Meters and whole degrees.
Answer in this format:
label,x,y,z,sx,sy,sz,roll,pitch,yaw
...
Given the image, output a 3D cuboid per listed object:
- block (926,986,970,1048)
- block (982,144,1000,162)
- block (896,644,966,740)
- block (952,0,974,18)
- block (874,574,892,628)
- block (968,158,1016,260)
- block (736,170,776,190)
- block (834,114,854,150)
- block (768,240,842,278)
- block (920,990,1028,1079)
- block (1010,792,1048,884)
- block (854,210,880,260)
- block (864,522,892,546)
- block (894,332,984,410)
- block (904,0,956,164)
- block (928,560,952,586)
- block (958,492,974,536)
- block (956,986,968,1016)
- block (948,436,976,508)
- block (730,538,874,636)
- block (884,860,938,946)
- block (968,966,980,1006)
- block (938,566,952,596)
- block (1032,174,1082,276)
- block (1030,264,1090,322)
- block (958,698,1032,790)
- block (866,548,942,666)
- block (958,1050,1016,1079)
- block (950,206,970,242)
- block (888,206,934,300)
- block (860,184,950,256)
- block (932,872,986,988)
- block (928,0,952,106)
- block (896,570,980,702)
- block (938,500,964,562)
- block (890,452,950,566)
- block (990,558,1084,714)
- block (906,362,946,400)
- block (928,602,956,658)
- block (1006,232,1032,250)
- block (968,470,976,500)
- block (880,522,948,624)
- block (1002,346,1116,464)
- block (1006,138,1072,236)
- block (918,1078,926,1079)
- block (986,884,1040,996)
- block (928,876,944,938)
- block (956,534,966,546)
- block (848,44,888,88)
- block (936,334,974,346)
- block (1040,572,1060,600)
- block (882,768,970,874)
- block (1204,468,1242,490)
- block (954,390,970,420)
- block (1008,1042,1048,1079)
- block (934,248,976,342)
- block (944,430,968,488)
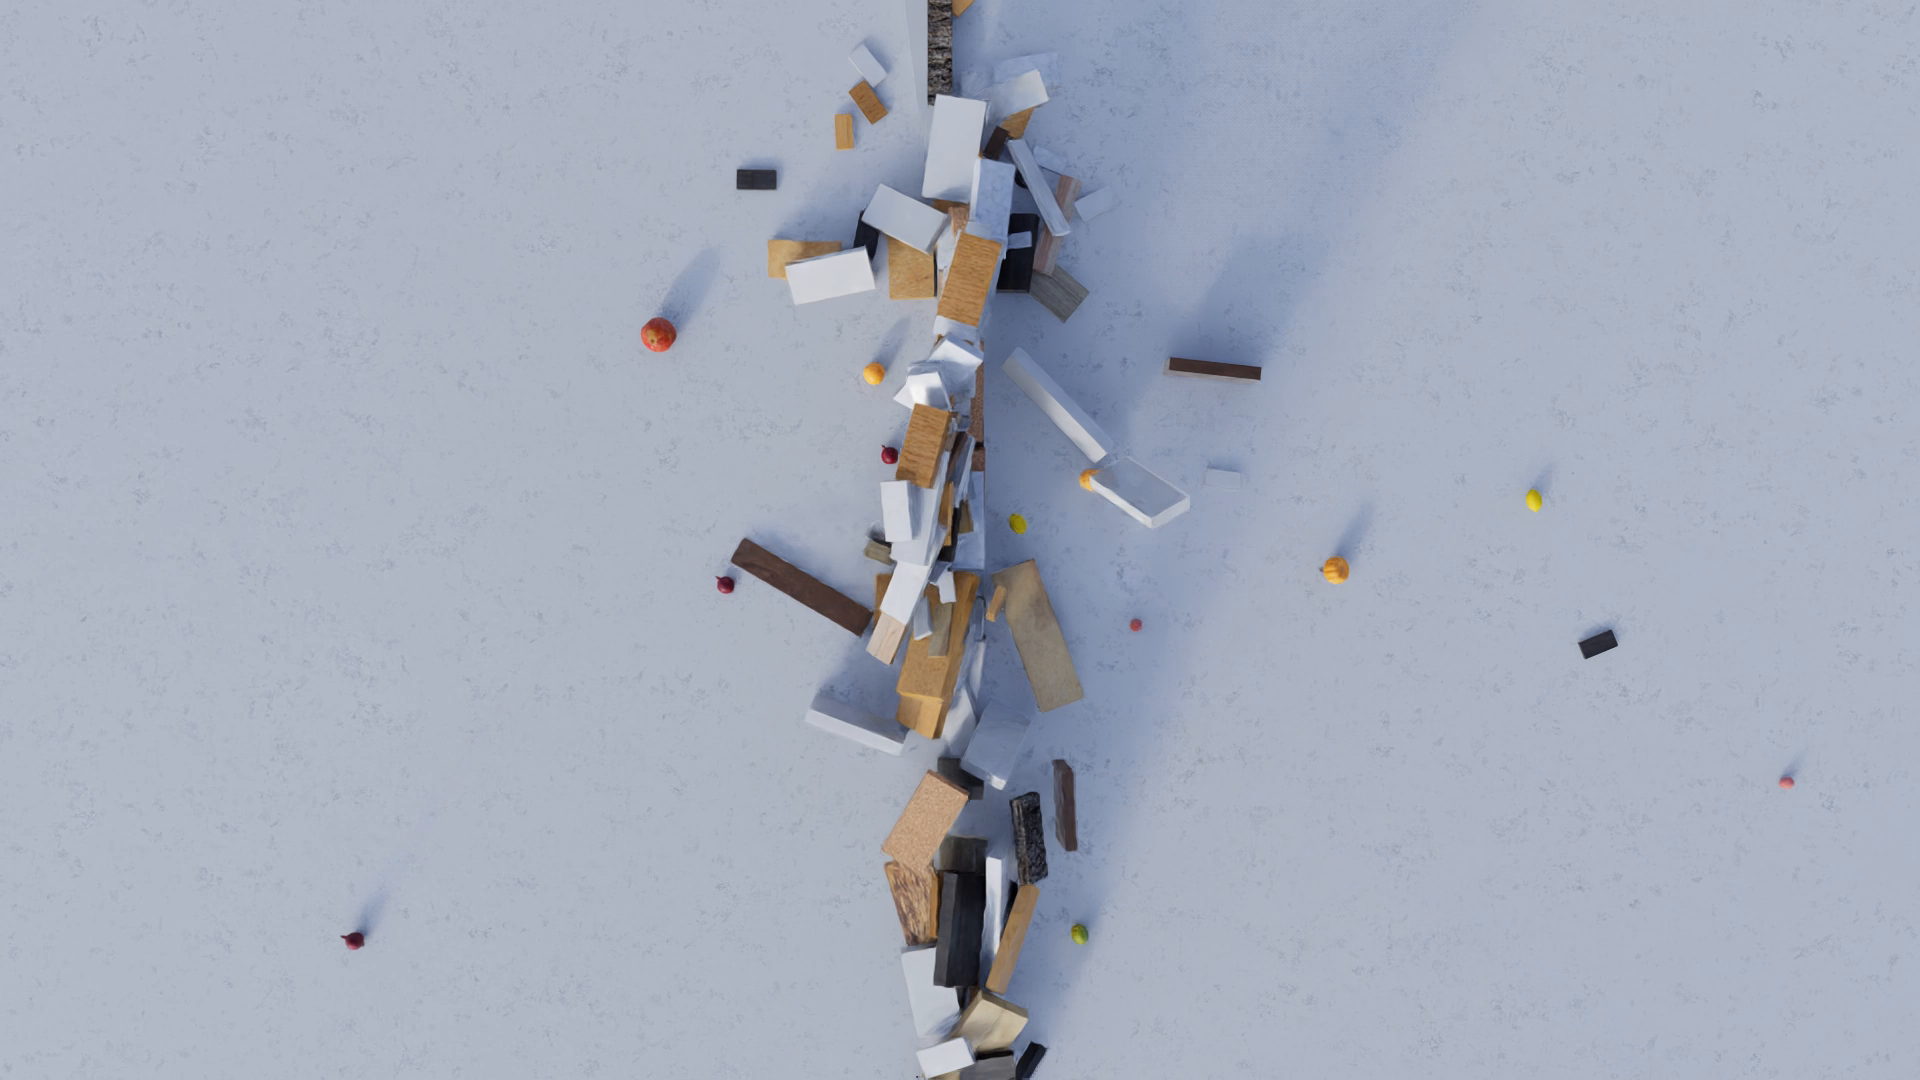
label,x,y,z,sx,sy,sz,roll,pitch,yaw
block,-0.038,1.505,5.389,0.131,0.037,0.557,3,100,0
block,0.104,-1.259,5.492,0.057,0.016,0.114,-6,90,0
block,-0.097,0.467,5.384,0.164,0.046,0.328,24,105,35
block,-0.037,-1.815,5.453,0.164,0.023,0.082,44,87,-3
block,-0.233,0.203,5.450,0.093,0.026,0.186,2,66,0
block,0.098,-1.076,5.369,0.131,0.037,0.306,4,94,-31
block,-0.677,-1.198,5.491,0.131,0.019,0.066,0,90,0
block,-0.386,-1.359,5.492,0.057,0.016,0.114,-4,90,0
block,-0.515,-0.931,5.483,0.242,0.034,0.121,1,90,0
block,0.043,1.637,5.299,0.173,0.049,0.389,28,106,-14
block,0.221,0.953,5.275,0.038,0.135,0.269,-7,89,27
block,-0.309,-1.013,5.489,0.075,0.021,0.150,11,90,0
block,-0.256,-0.013,5.456,0.116,0.016,0.058,33,90,-35
block,-0.069,-0.514,5.175,0.136,0.319,0.039,28,46,-19
block,-0.082,-1.495,5.482,0.130,0.037,0.690,-7,90,0
block,-0.069,0.096,5.282,0.050,0.014,0.100,21,66,34
block,-0.001,-0.091,5.277,0.072,0.020,0.144,-13,81,26
block,-0.044,1.451,5.341,0.131,0.037,0.263,4,100,0
block,-0.027,-0.222,5.236,0.102,0.029,0.235,9,77,27
block,-0.525,0.157,5.487,0.502,0.026,0.092,30,89,0
block,-0.129,1.162,5.290,0.150,0.043,0.301,-15,98,3
block,-0.011,1.649,5.478,0.154,0.044,0.902,0,90,0
block,-0.048,0.132,5.304,0.050,0.014,0.100,-7,93,18
block,0.319,-1.044,5.466,0.075,0.021,0.337,19,83,-3
block,0.290,-0.856,5.482,0.261,0.037,0.131,40,90,0
block,0.116,0.661,5.366,0.153,0.307,0.043,29,129,-1
block,-0.178,0.183,5.301,0.093,0.026,0.497,33,119,17
block,0.087,1.690,5.280,0.179,0.025,0.090,-7,111,-1
block,0.012,-1.015,5.376,0.071,0.020,0.142,-11,103,-13
block,-0.163,-0.952,5.479,0.149,0.042,0.299,-2,90,0
block,-0.180,-1.050,5.400,0.273,0.039,0.136,30,91,25
block,0.003,1.234,5.227,0.049,0.173,0.346,-1,79,36
block,-0.067,-1.643,5.437,0.082,0.023,0.406,0,94,0
block,-0.070,0.303,5.306,0.164,0.046,0.422,6,71,30
block,-0.055,-0.037,5.252,0.102,0.029,0.203,10,93,28
block,-0.124,-0.106,5.106,0.121,0.034,0.359,12,93,26
block,0.256,0.318,5.465,0.153,0.043,0.491,-20,93,0
block,-0.094,-0.455,5.153,0.105,0.030,0.211,0,123,17
block,-0.060,0.289,5.267,0.064,0.018,0.179,-3,67,27
block,0.161,-0.980,5.427,0.154,0.014,0.049,-5,78,20
block,0.003,-0.199,5.315,0.072,0.020,0.144,-10,88,0
block,-0.146,0.091,5.218,0.105,0.030,0.369,32,119,17
block,0.321,-0.442,5.422,0.448,0.149,0.042,46,74,0
block,0.259,-1.163,5.437,0.071,0.020,0.355,-20,80,-42
block,-0.079,1.870,5.349,0.154,0.044,0.308,9,125,-1
block,0.170,1.281,5.310,0.038,0.135,0.355,15,71,18
block,-0.058,1.167,5.232,0.026,0.092,0.185,-10,68,33
block,-0.051,0.004,5.302,0.129,0.018,0.064,-33,73,-1
block,-0.306,-1.577,5.491,0.066,0.019,0.131,-39,90,0
block,-0.004,-0.675,5.131,0.110,0.031,0.221,11,102,-2
block,0.280,0.168,5.492,0.059,0.017,0.117,26,90,0
block,-0.110,0.887,5.194,0.150,0.043,0.301,30,102,0
block,0.874,-0.202,5.492,0.117,0.017,0.059,9,90,0
block,0.007,-0.433,5.277,0.054,0.015,0.108,2,132,1
block,0.213,1.740,5.424,0.025,0.090,0.179,40,69,-9
block,0.008,-0.753,5.077,0.131,0.037,0.261,12,97,-2
block,-0.067,-0.252,5.187,0.110,0.031,0.220,8,57,27
